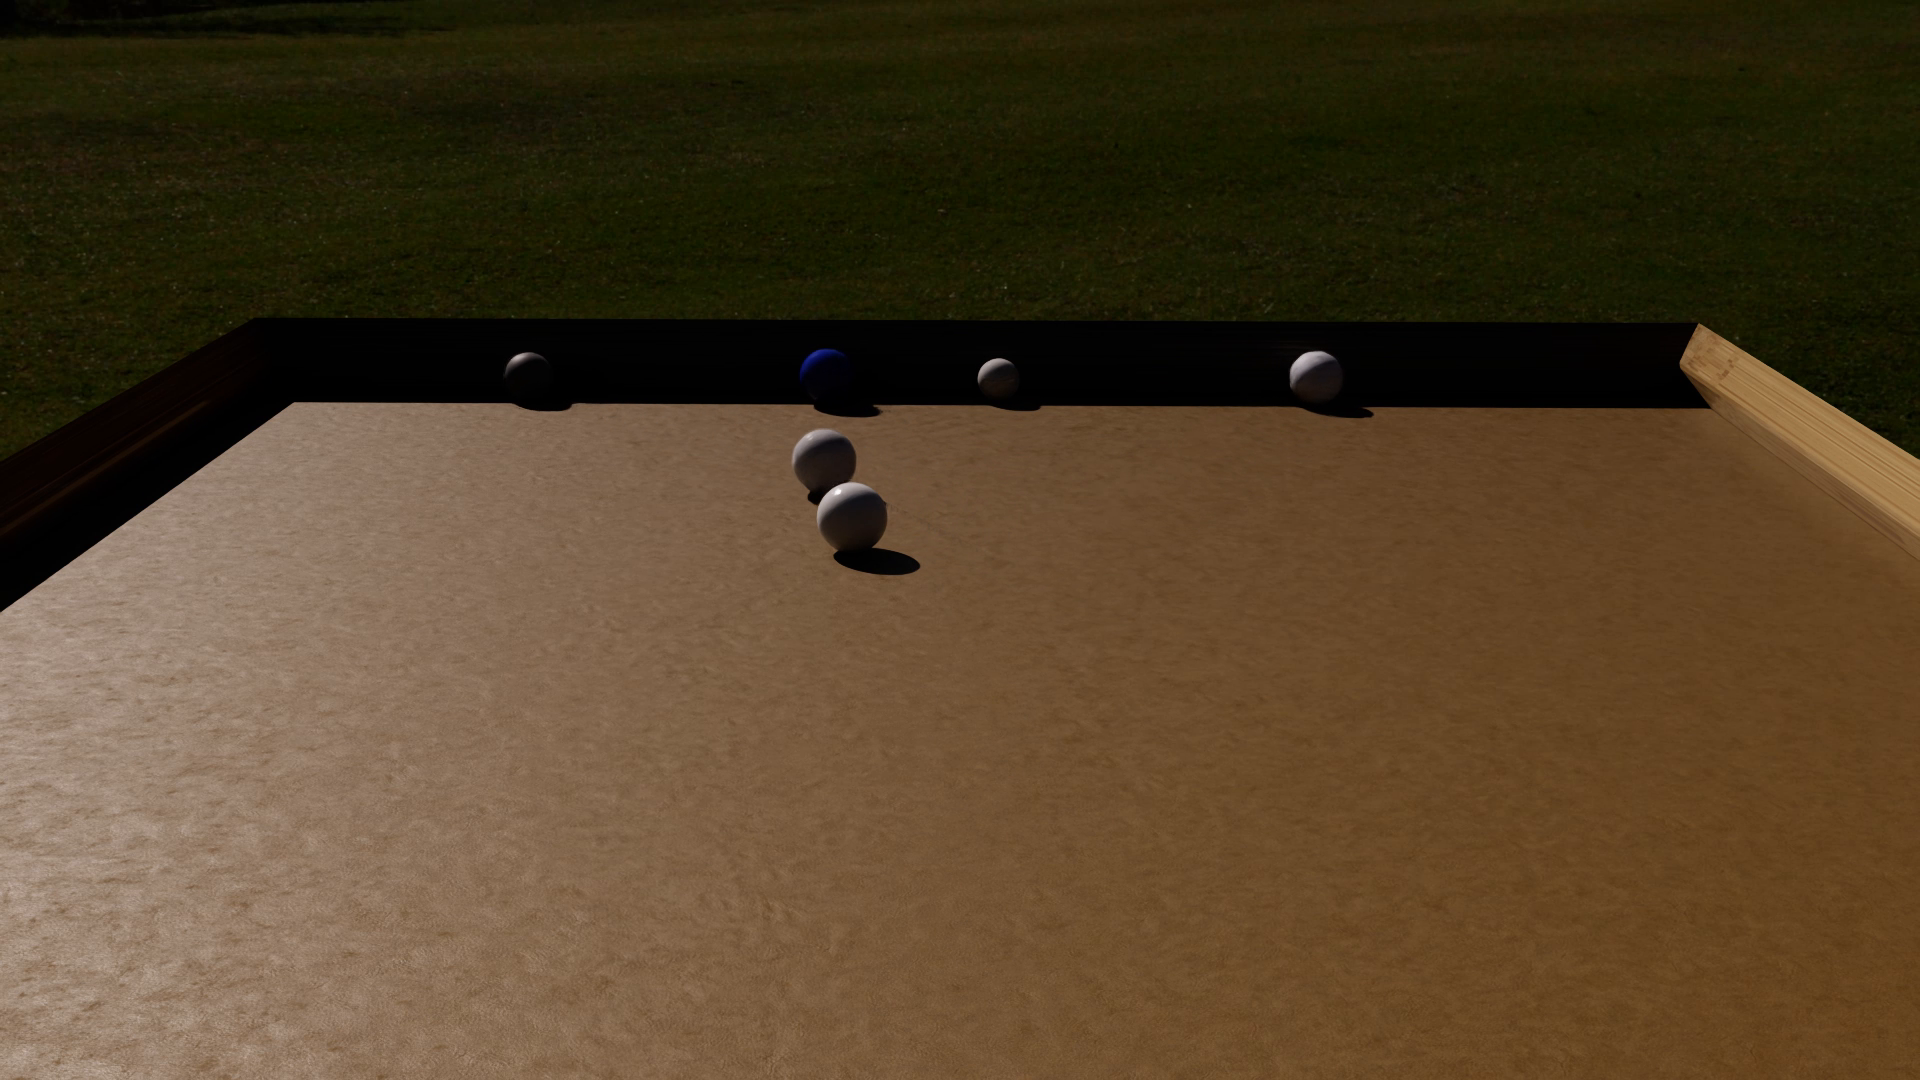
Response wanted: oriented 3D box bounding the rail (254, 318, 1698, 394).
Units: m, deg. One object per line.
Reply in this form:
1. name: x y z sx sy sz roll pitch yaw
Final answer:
1. rail: 0.021 -0.318 3.849 2.535 0.125 0.045 0 16 1

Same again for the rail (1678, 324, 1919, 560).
1. rail: 1.222 0.294 1.772 0.045 0.125 4.331 0 16 1

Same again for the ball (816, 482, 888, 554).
1. ball: -0.144 -0.030 2.928 0.095 0.095 0.095 0 16 0

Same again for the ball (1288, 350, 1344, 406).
1. ball: 0.611 -0.278 3.773 0.093 0.093 0.093 0 16 0

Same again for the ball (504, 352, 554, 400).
1. ball: -0.747 -0.284 3.813 0.083 0.083 0.083 0 16 0

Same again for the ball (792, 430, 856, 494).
1. ball: -0.199 -0.115 3.216 0.095 0.095 0.095 0 16 0

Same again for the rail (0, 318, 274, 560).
1. rail: -1.265 0.280 1.819 0.045 0.125 4.331 0 16 1

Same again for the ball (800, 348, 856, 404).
1. ball: -0.228 -0.282 3.781 0.096 0.096 0.096 0 16 0

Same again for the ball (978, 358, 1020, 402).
1. ball: 0.067 -0.277 3.806 0.074 0.074 0.074 0 16 0
